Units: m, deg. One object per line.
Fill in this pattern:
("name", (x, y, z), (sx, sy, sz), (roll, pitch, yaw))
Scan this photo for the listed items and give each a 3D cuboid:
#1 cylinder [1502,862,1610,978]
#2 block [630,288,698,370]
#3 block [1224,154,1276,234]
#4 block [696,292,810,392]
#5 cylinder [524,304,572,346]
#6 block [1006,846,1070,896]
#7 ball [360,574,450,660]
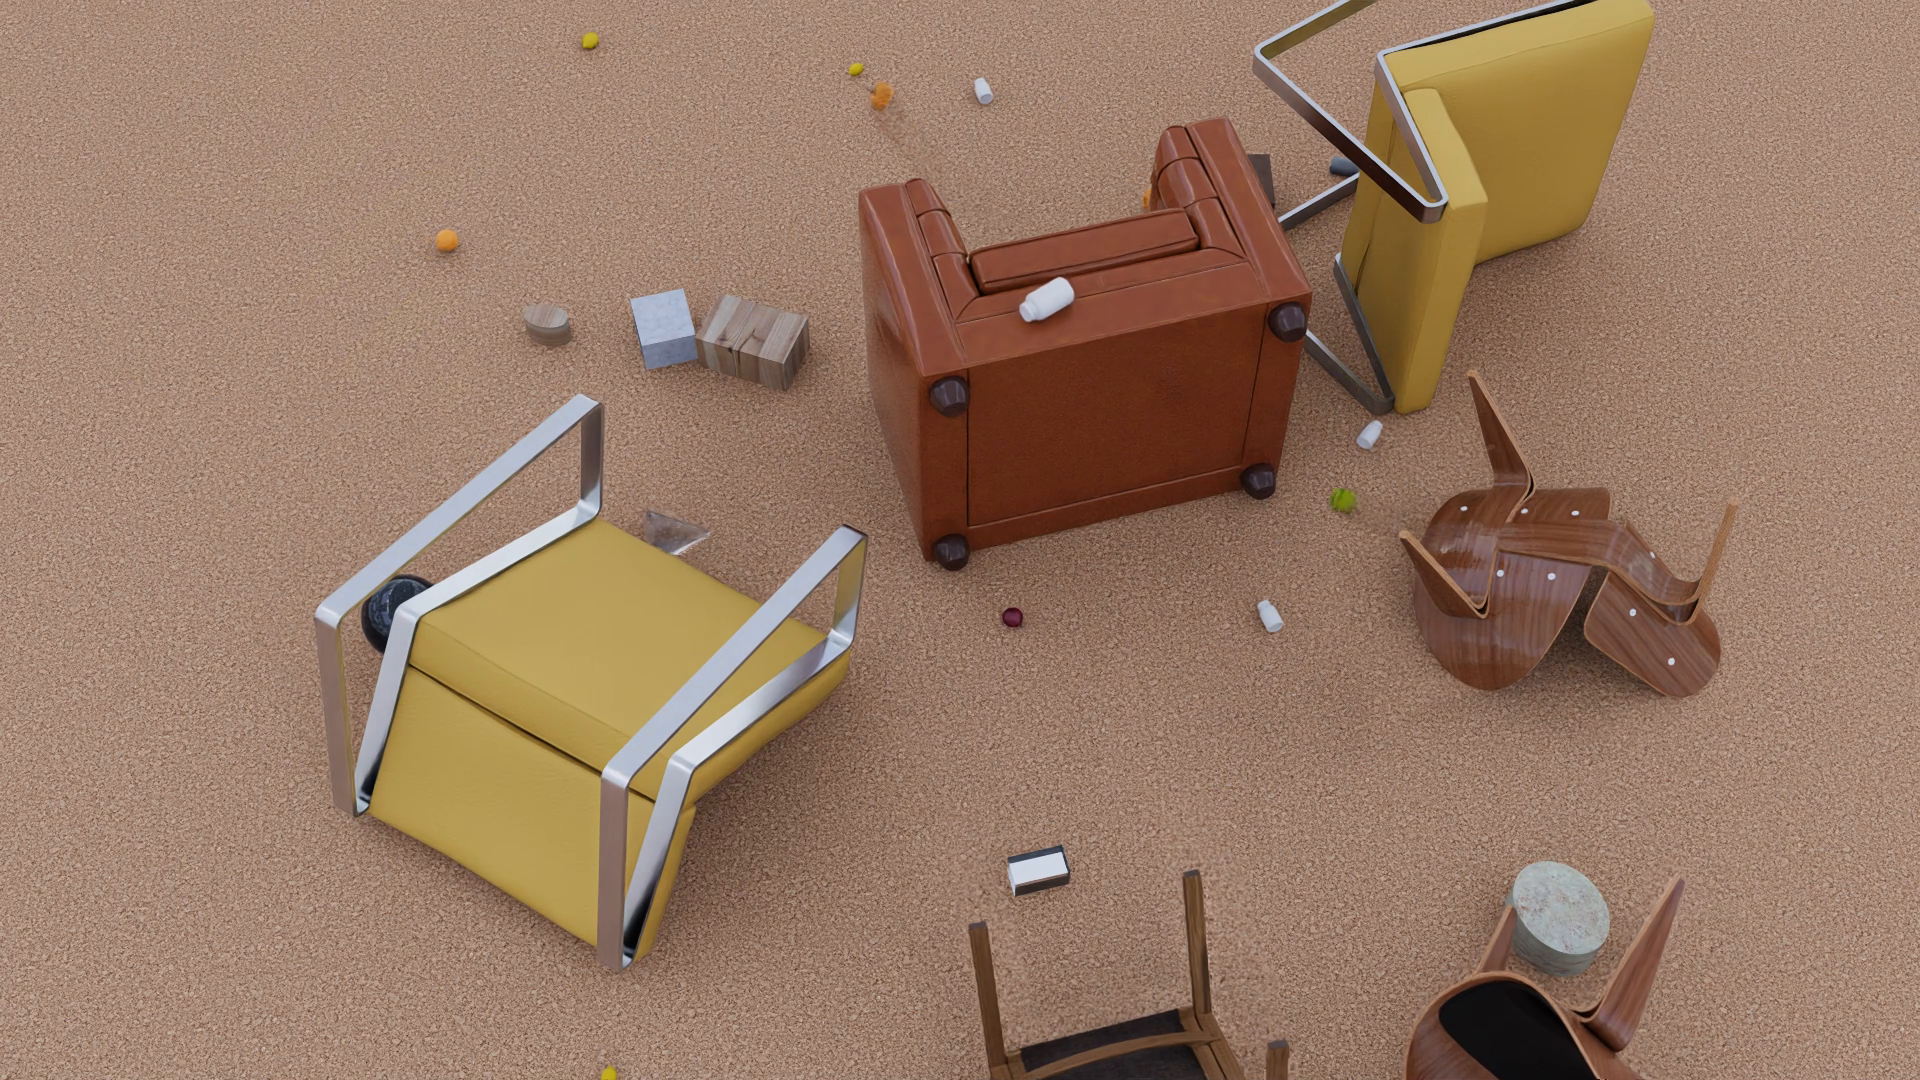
("cylinder", (1.572, 1.001, 5.812), (0.230, 0.150, 0.276), (-27, 60, -17))
("block", (-0.933, -0.666, 6.948), (0.170, 0.121, 0.195), (-13, 57, -9))
("block", (0.955, -1.142, 7.254), (0.135, 0.143, 0.218), (0, 56, 0))
("block", (-0.649, -0.621, 6.906), (0.298, 0.141, 0.195), (17, 58, 11))
("cylinder", (-1.307, -0.681, 6.974), (0.147, 0.094, 0.092), (12, 57, 8))
("block", (0.211, 0.892, 5.930), (0.152, 0.075, 0.082), (-12, 57, -8))
("ball", (-1.584, 0.220, 6.277), (0.248, 0.248, 0.248), (0, 56, 0))
